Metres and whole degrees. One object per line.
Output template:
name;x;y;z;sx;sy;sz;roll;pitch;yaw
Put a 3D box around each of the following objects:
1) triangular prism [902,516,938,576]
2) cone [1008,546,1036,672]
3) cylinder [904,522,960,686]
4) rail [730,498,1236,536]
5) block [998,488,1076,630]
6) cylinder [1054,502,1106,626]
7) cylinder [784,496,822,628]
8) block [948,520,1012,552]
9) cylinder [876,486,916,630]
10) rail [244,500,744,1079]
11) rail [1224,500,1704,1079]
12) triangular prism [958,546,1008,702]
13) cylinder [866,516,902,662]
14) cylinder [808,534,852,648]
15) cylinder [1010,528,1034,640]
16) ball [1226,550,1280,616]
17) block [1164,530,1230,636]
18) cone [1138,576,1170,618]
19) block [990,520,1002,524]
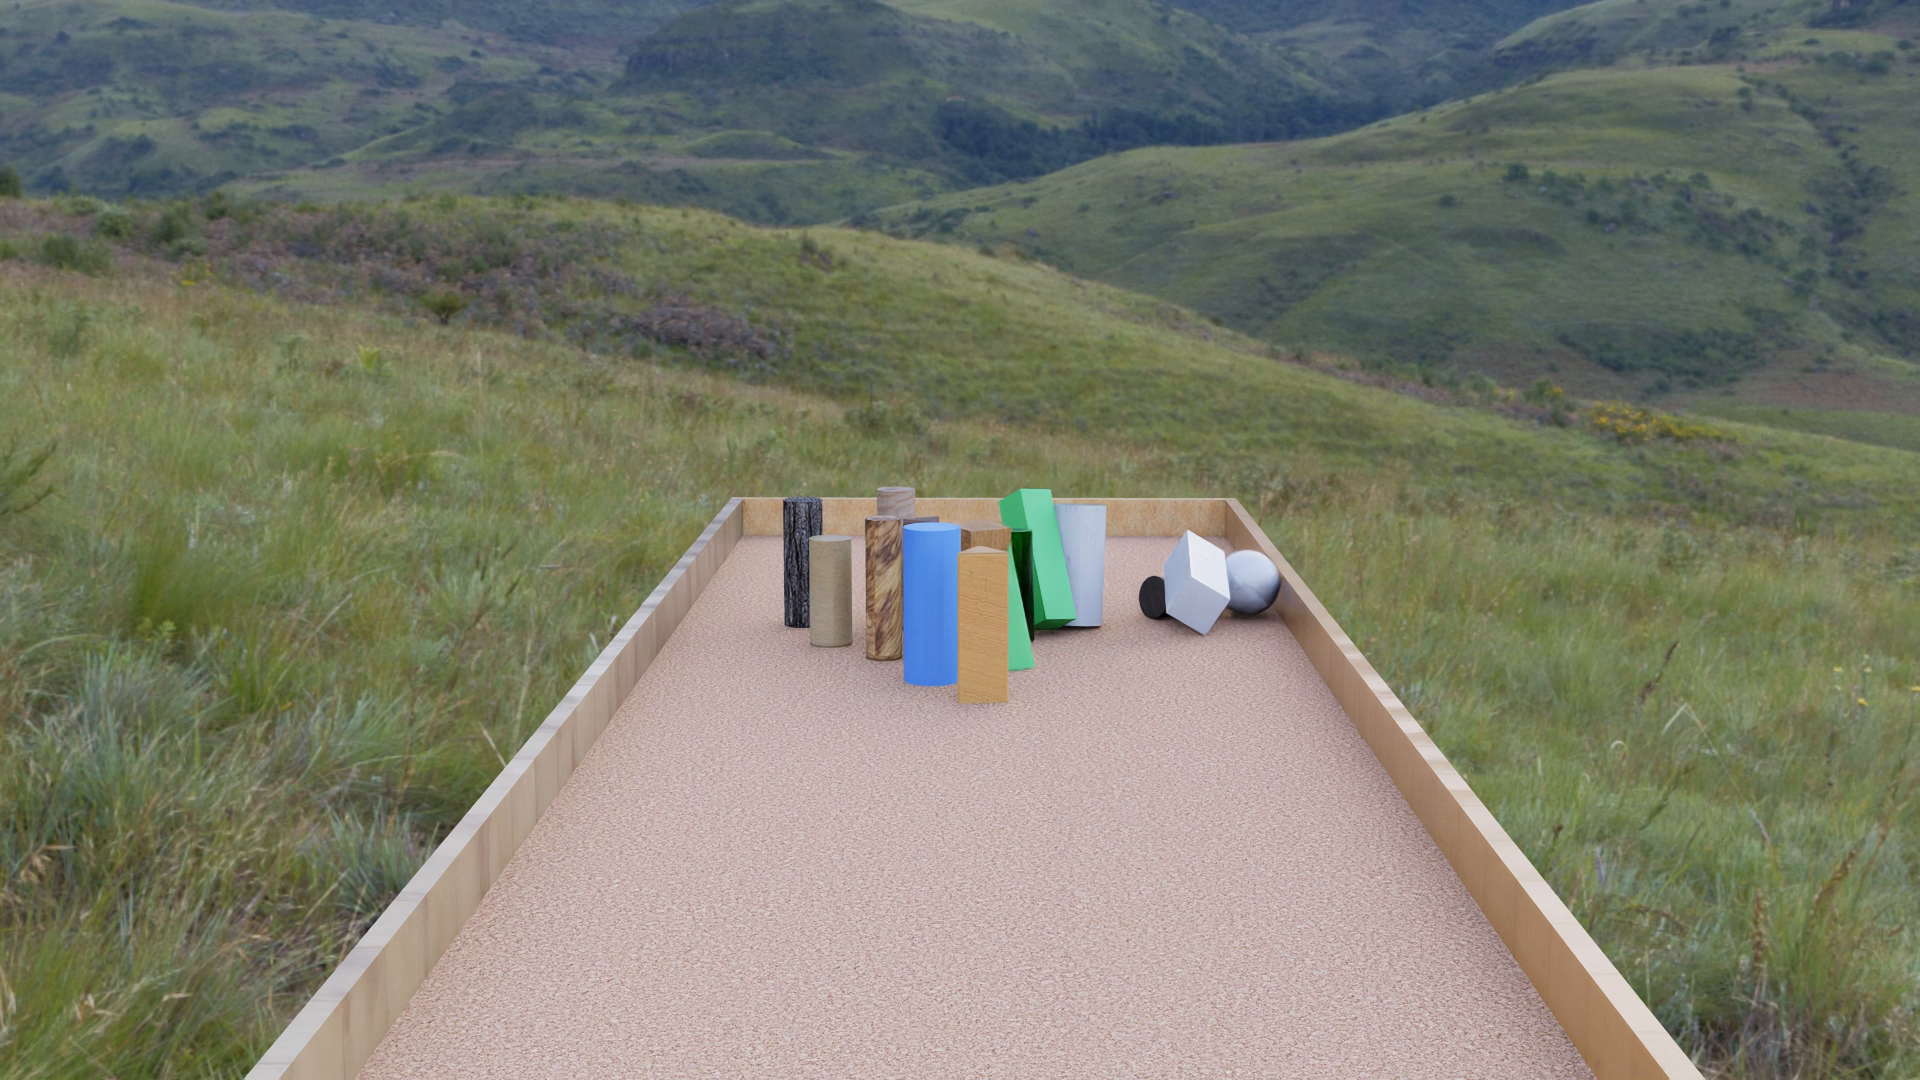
triangular prism;-0.098;0.128;6.932;0.125;0.397;0.108;6;11;32
cone;0.148;0.190;6.594;0.161;0.379;0.161;0;9;0
cylinder;-0.081;0.185;6.394;0.166;0.453;0.166;0;9;0
rail;0.099;-0.098;9.147;2.100;0.150;0.050;0;9;1
block;0.250;0.064;7.134;0.124;0.442;0.124;1;-20;-36
cylinder;0.385;0.079;7.210;0.178;0.392;0.178;2;3;0
cylinder;-0.514;0.073;7.224;0.129;0.415;0.129;0;9;0
block;0.051;0.156;6.699;0.143;0.408;0.143;-6;14;-32
cylinder;-0.208;0.059;7.179;0.124;0.456;0.124;0;9;0
rail;-1.004;0.839;3.234;0.050;0.150;12.000;0;9;1
rail;1.046;0.843;3.208;0.050;0.150;12.000;0;9;1
triangular prism;0.059;0.235;6.173;0.139;0.424;0.121;-1;9;-5
cylinder;-0.233;0.147;6.703;0.110;0.432;0.110;0;9;0
cylinder;-0.407;0.160;6.921;0.134;0.337;0.134;0;9;0
cylinder;0.182;0.143;6.975;0.102;0.349;0.102;-1;6;0
ball;0.966;0.145;7.395;0.219;0.219;0.219;0;9;0
block;0.778;0.136;7.244;0.148;0.148;0.450;30;19;-7
cone;0.825;0.205;7.488;0.455;0.144;0.144;4;4;-38
block;0.068;0.106;7.229;0.161;0.327;0.161;-7;2;-36
